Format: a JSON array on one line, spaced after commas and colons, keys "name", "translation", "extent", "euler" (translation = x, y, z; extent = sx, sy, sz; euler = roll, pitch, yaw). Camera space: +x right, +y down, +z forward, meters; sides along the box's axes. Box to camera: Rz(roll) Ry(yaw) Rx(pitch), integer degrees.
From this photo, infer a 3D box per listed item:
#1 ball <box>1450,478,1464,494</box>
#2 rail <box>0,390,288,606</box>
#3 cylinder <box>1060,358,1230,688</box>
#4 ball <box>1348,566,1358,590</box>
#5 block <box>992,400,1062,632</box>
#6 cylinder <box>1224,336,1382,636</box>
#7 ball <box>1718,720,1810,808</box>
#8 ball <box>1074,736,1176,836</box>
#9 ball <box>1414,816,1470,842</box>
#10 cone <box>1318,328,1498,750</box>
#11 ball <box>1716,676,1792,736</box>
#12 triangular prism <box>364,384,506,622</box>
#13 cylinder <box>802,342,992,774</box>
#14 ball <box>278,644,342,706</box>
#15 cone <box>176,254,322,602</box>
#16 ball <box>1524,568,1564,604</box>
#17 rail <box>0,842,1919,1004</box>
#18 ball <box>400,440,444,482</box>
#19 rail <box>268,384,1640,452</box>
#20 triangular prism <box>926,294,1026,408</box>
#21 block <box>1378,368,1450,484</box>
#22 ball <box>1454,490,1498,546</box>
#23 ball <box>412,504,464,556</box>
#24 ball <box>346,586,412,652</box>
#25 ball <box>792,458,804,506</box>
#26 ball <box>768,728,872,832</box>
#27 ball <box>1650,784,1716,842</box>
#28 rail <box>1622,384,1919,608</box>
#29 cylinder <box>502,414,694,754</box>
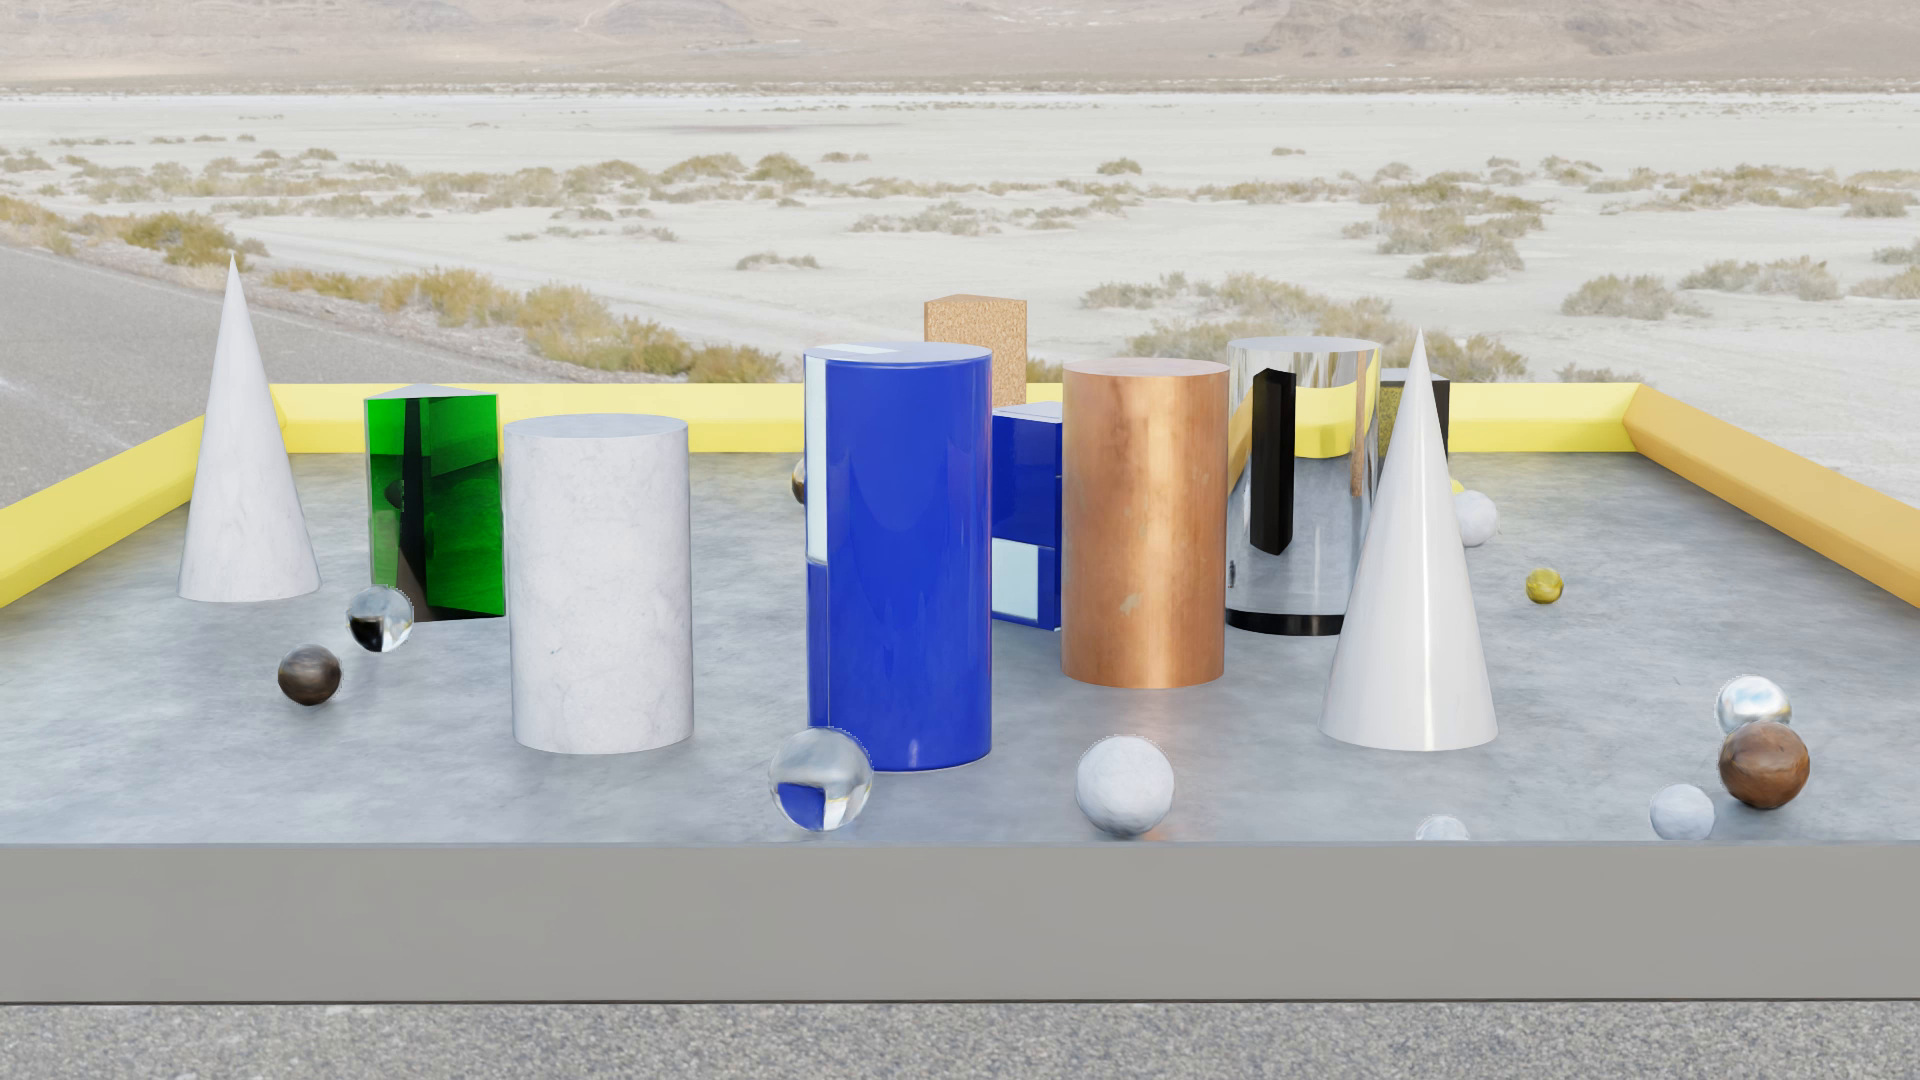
[{"name": "ball", "translation": [0.803, -0.072, 4.218], "extent": [0.059, 0.059, 0.059], "euler": [0, 10, 0]}, {"name": "rail", "translation": [-1.283, 0.035, 3.441], "extent": [0.045, 0.130, 2.935], "euler": [0, 10, 0]}, {"name": "cylinder", "translation": [0.223, -0.025, 3.102], "extent": [0.200, 0.372, 0.200], "euler": [0, 10, 0]}, {"name": "ball", "translation": [0.561, 0.055, 3.584], "extent": [0.041, 0.041, 0.041], "euler": [0, 10, 0]}, {"name": "block", "translation": [0.123, -0.036, 3.433], "extent": [0.160, 0.274, 0.160], "euler": [10, 15, 44]}, {"name": "cylinder", "translation": [0.449, -0.075, 3.383], "extent": [0.200, 0.368, 0.200], "euler": [0, 10, 0]}, {"name": "ball", "translation": [0.798, 0.223, 2.547], "extent": [0.087, 0.087, 0.087], "euler": [0, 10, 0]}, {"name": "ball", "translation": [0.158, 0.236, 2.455], "extent": [0.096, 0.096, 0.096], "euler": [0, 10, 0]}, {"name": "ball", "translation": [0.442, 0.278, 2.348], "extent": [0.051, 0.051, 0.051], "euler": [0, 10, 0]}, {"name": "cone", "translation": [0.498, -0.013, 2.819], "extent": [0.200, 0.451, 0.200], "euler": [0, 10, 0]}, {"name": "ball", "translation": [0.858, 0.186, 2.773], "extent": [0.078, 0.078, 0.078], "euler": [0, 10, 0]}, {"name": "triangular prism", "translation": [-0.714, -0.053, 3.456], "extent": [0.173, 0.300, 0.150], "euler": [-3, 11, -18]}, {"name": "cylinder", "translation": [-0.065, 0.013, 2.734], "extent": [0.200, 0.431, 0.200], "euler": [0, 10, 0]}, {"name": "ball", "translation": [-0.750, 0.155, 2.957], "extent": [0.071, 0.071, 0.071], "euler": [0, 10, 0]}, {"name": "cone", "translation": [-1.004, -0.166, 3.584], "extent": [0.200, 0.474, 0.200], "euler": [0, 10, 0]}, {"name": "ball", "translation": [0.799, 0.063, 3.510], "extent": [0.051, 0.051, 0.051], "euler": [0, 10, 0]}, {"name": "rail", "translation": [0.008, 0.296, 2.029], "extent": [2.613, 0.130, 0.045], "euler": [0, 10, 0]}, {"name": "ball", "translation": [-0.952, -0.139, 4.537], "extent": [0.075, 0.075, 0.075], "euler": [0, 10, 0]}, {"name": "rail", "translation": [-0.008, -0.229, 4.868], "extent": [2.613, 0.130, 0.045], "euler": [0, 10, 0]}, {"name": "triangular prism", "translation": [0.013, -0.246, 4.392], "extent": [0.173, 0.338, 0.150], "euler": [-2, 11, -10]}, {"name": "block", "translation": [0.653, -0.127, 3.967], "extent": [0.160, 0.259, 0.160], "euler": [-1, 11, -6]}, {"name": "ball", "translation": [0.781, -0.033, 3.934], "extent": [0.086, 0.086, 0.086], "euler": [0, 10, 0]}, {"name": "ball", "translation": [-0.784, -0.014, 3.854], "extent": [0.077, 0.077, 0.077], "euler": [0, 10, 0]}, {"name": "ball", "translation": [-0.730, 0.100, 3.223], "extent": [0.083, 0.083, 0.083], "euler": [0, 10, 0]}, {"name": "ball", "translation": [-0.232, -0.096, 4.249], "extent": [0.096, 0.096, 0.096], "euler": [0, 10, 0]}, {"name": "ball", "translation": [-0.134, 0.231, 2.470], "extent": [0.100, 0.100, 0.100], "euler": [0, 10, 0]}, {"name": "ball", "translation": [0.682, 0.260, 2.423], "extent": [0.059, 0.059, 0.059], "euler": [0, 10, 0]}, {"name": "rail", "translation": [1.283, 0.032, 3.456], "extent": [0.045, 0.130, 2.935], "euler": [0, 10, 0]}, {"name": "cylinder", "translation": [-0.395, 0.043, 2.816], "extent": [0.200, 0.342, 0.200], "euler": [0, 10, 0]}]
